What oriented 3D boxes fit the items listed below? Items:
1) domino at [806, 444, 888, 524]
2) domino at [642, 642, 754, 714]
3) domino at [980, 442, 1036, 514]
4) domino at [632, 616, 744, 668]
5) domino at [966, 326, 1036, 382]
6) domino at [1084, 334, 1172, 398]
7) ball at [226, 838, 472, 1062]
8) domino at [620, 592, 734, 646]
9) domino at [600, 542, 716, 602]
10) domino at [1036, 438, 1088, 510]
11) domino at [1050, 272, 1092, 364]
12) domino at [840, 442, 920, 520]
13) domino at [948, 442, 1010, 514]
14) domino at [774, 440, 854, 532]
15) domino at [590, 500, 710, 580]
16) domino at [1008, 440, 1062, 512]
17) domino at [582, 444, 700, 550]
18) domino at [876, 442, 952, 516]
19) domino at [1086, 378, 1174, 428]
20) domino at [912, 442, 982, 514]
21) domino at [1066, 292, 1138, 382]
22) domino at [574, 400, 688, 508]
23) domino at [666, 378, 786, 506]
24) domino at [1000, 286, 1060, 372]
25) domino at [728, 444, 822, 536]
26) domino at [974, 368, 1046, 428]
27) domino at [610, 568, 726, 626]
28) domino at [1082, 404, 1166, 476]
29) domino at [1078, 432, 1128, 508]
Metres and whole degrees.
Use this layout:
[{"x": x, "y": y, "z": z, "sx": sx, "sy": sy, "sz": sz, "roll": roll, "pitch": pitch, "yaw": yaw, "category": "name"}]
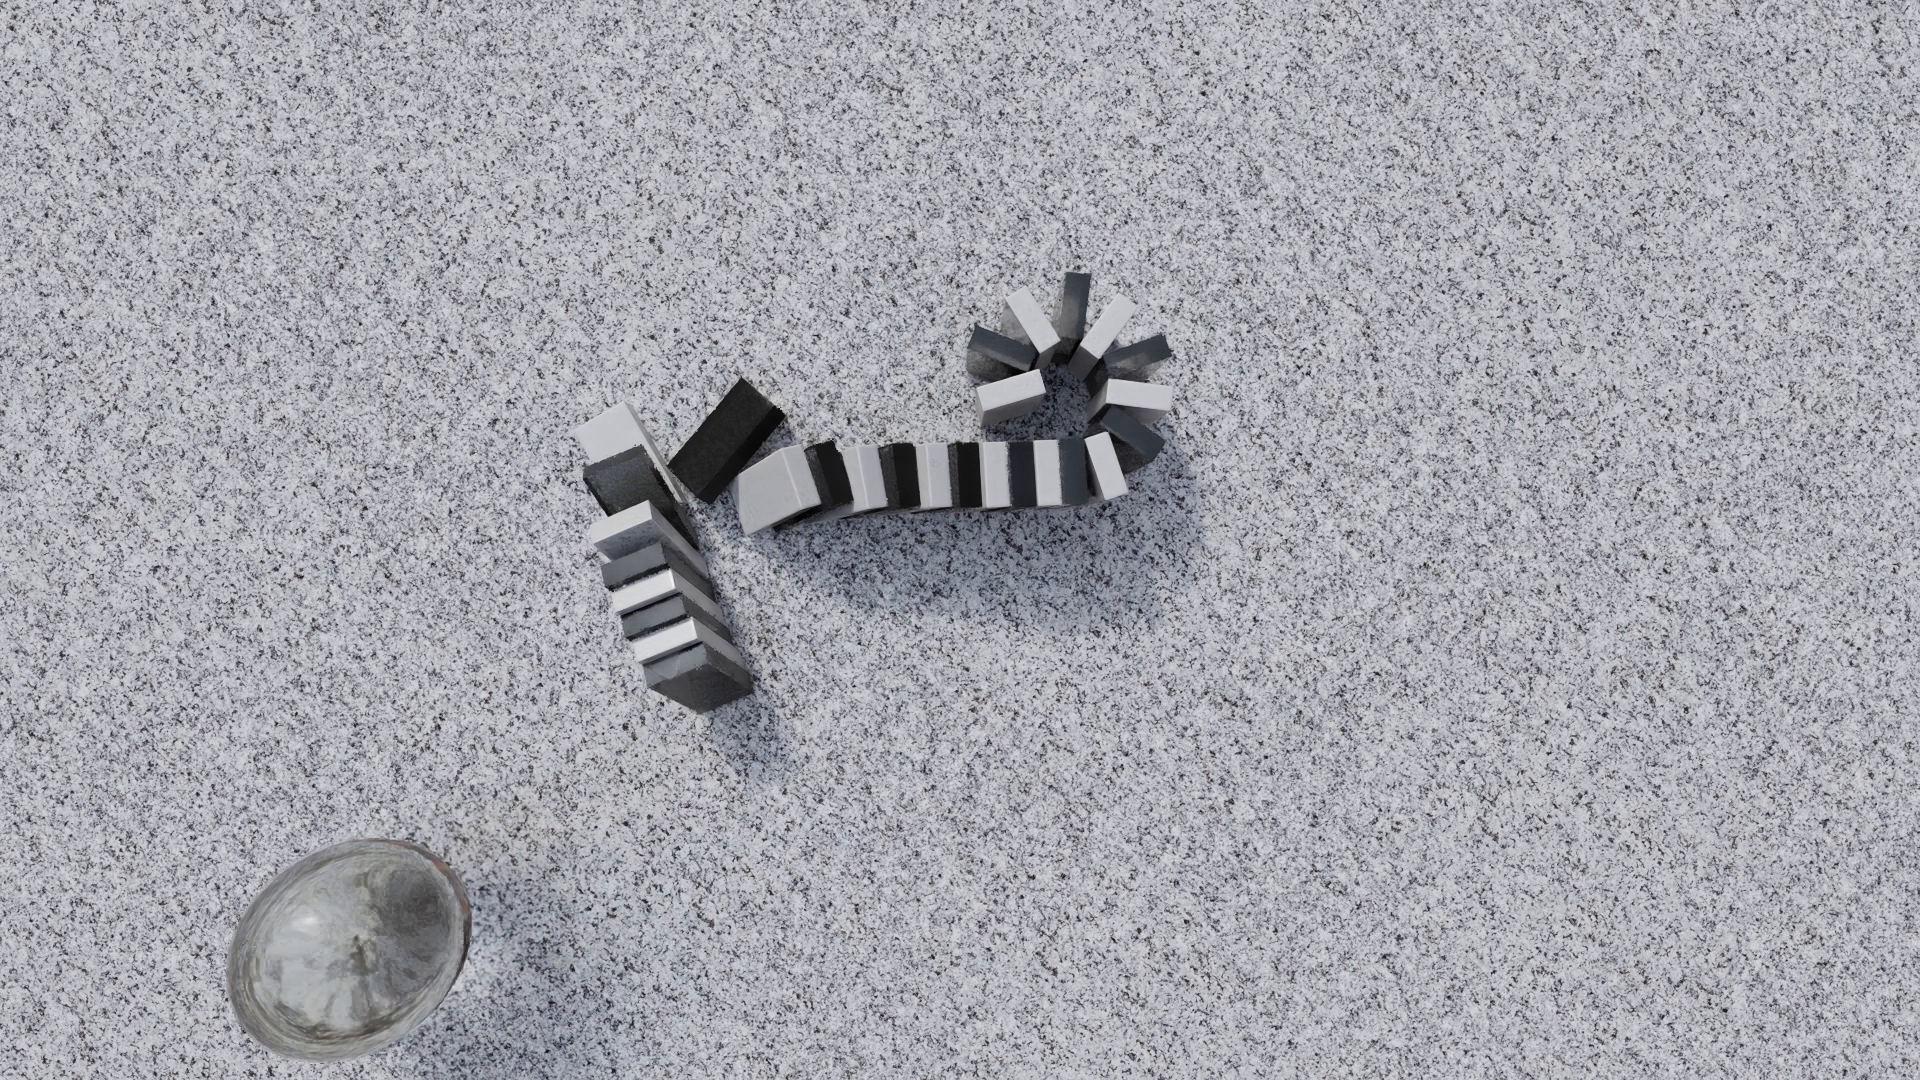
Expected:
[{"x": -0.049, "y": -0.022, "z": 0.378, "sx": 0.009, "sy": 0.050, "sz": 0.025, "roll": -10, "pitch": 90, "yaw": -39, "category": "domino"}, {"x": -0.106, "y": 0.057, "z": 0.375, "sx": 0.025, "sy": 0.050, "sz": 0.010, "roll": -22, "pitch": 66, "yaw": 0, "category": "domino"}, {"x": 0.018, "y": -0.025, "z": 0.375, "sx": 0.010, "sy": 0.050, "sz": 0.025, "roll": -4, "pitch": 90, "yaw": -13, "category": "domino"}, {"x": -0.110, "y": 0.048, "z": 0.375, "sx": 0.025, "sy": 0.050, "sz": 0.010, "roll": -22, "pitch": 66, "yaw": 0, "category": "domino"}, {"x": 0.016, "y": -0.073, "z": 0.375, "sx": 0.025, "sy": 0.050, "sz": 0.010, "roll": 22, "pitch": 90, "yaw": 0, "category": "domino"}, {"x": 0.068, "y": -0.070, "z": 0.375, "sx": 0.025, "sy": 0.050, "sz": 0.010, "roll": -20, "pitch": 89, "yaw": 0, "category": "domino"}, {"x": -0.237, "y": 0.159, "z": 0.360, "sx": 0.080, "sy": 0.080, "sz": 0.080, "roll": 0, "pitch": 90, "yaw": 0, "category": "ball"}, {"x": -0.114, "y": 0.038, "z": 0.375, "sx": 0.025, "sy": 0.050, "sz": 0.009, "roll": -22, "pitch": 66, "yaw": 0, "category": "domino"}, {"x": -0.122, "y": 0.019, "z": 0.375, "sx": 0.025, "sy": 0.050, "sz": 0.010, "roll": -22, "pitch": 66, "yaw": 0, "category": "domino"}, {"x": 0.040, "y": -0.026, "z": 0.375, "sx": 0.009, "sy": 0.050, "sz": 0.025, "roll": -4, "pitch": 90, "yaw": -8, "category": "domino"}, {"x": 0.044, "y": -0.090, "z": 0.375, "sx": 0.010, "sy": 0.050, "sz": 0.025, "roll": 7, "pitch": 90, "yaw": 0, "category": "domino"}, {"x": -0.035, "y": -0.024, "z": 0.377, "sx": 0.010, "sy": 0.050, "sz": 0.025, "roll": -8, "pitch": 90, "yaw": -35, "category": "domino"}, {"x": 0.006, "y": -0.025, "z": 0.375, "sx": 0.010, "sy": 0.050, "sz": 0.025, "roll": -3, "pitch": 90, "yaw": -19, "category": "domino"}, {"x": -0.065, "y": -0.021, "z": 0.378, "sx": 0.009, "sy": 0.050, "sz": 0.025, "roll": -19, "pitch": 90, "yaw": -40, "category": "domino"}, {"x": -0.126, "y": 0.005, "z": 0.376, "sx": 0.025, "sy": 0.050, "sz": 0.009, "roll": -23, "pitch": 57, "yaw": 0, "category": "domino"}, {"x": 0.028, "y": -0.025, "z": 0.375, "sx": 0.009, "sy": 0.050, "sz": 0.025, "roll": -4, "pitch": 90, "yaw": -13, "category": "domino"}, {"x": -0.132, "y": -0.013, "z": 0.381, "sx": 0.025, "sy": 0.010, "sz": 0.050, "roll": -22, "pitch": 126, "yaw": -2, "category": "domino"}, {"x": -0.021, "y": -0.024, "z": 0.376, "sx": 0.010, "sy": 0.050, "sz": 0.025, "roll": -4, "pitch": 90, "yaw": -31, "category": "domino"}, {"x": 0.068, "y": -0.055, "z": 0.375, "sx": 0.025, "sy": 0.050, "sz": 0.010, "roll": 7, "pitch": 88, "yaw": 0, "category": "domino"}, {"x": -0.007, "y": -0.024, "z": 0.375, "sx": 0.009, "sy": 0.050, "sz": 0.025, "roll": -3, "pitch": 90, "yaw": -25, "category": "domino"}, {"x": 0.057, "y": -0.082, "z": 0.375, "sx": 0.009, "sy": 0.050, "sz": 0.025, "roll": 37, "pitch": 90, "yaw": 0, "category": "domino"}, {"x": -0.142, "y": -0.031, "z": 0.395, "sx": 0.025, "sy": 0.010, "sz": 0.050, "roll": -30, "pitch": 90, "yaw": 0, "category": "domino"}, {"x": -0.099, "y": -0.042, "z": 0.390, "sx": 0.025, "sy": 0.010, "sz": 0.050, "roll": 40, "pitch": 90, "yaw": 30, "category": "domino"}, {"x": 0.028, "y": -0.084, "z": 0.375, "sx": 0.010, "sy": 0.050, "sz": 0.025, "roll": -32, "pitch": 90, "yaw": 0, "category": "domino"}, {"x": -0.077, "y": -0.020, "z": 0.378, "sx": 0.010, "sy": 0.050, "sz": 0.025, "roll": -19, "pitch": 90, "yaw": -40, "category": "domino"}, {"x": 0.020, "y": -0.057, "z": 0.375, "sx": 0.025, "sy": 0.050, "sz": 0.009, "roll": -17, "pitch": 90, "yaw": 0, "category": "domino"}, {"x": -0.118, "y": 0.029, "z": 0.375, "sx": 0.025, "sy": 0.050, "sz": 0.009, "roll": -22, "pitch": 66, "yaw": 0, "category": "domino"}, {"x": 0.065, "y": -0.040, "z": 0.375, "sx": 0.025, "sy": 0.050, "sz": 0.009, "roll": 34, "pitch": 87, "yaw": -1, "category": "domino"}, {"x": 0.054, "y": -0.028, "z": 0.375, "sx": 0.009, "sy": 0.050, "sz": 0.025, "roll": -19, "pitch": 91, "yaw": -5, "category": "domino"}]
